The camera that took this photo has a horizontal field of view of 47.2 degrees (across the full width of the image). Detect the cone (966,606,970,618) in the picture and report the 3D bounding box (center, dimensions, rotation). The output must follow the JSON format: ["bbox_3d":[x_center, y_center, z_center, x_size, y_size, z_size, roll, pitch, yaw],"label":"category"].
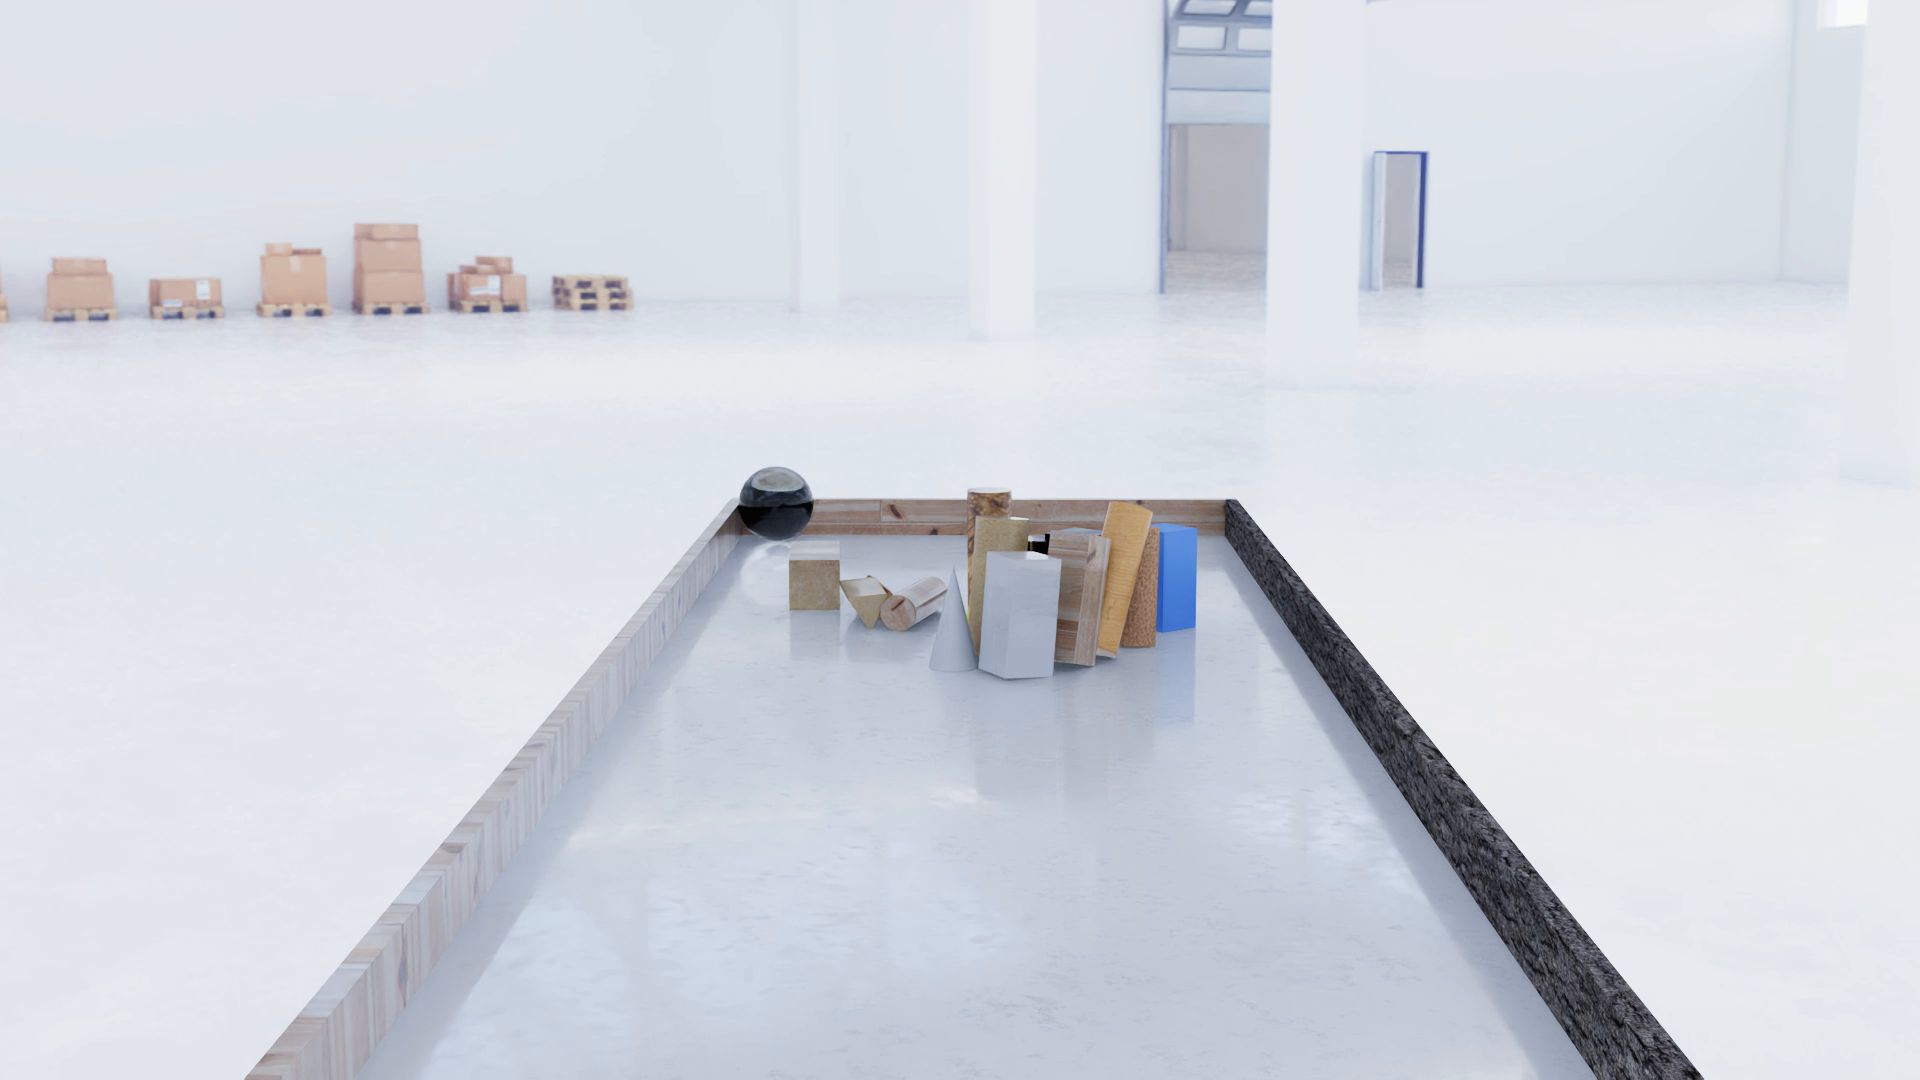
[{"bbox_3d":[0.207,0.263,7.072,0.361,0.178,0.178,14,9,-3],"label":"cone"}]

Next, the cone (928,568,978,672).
[{"bbox_3d":[-0.019,0.228,6.582,0.154,0.309,0.154,0,9,0],"label":"cone"}]

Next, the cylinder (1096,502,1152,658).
[{"bbox_3d":[0.469,0.120,6.739,0.137,0.457,0.137,15,-9,2],"label":"cylinder"}]

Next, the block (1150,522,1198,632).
[{"bbox_3d":[0.667,0.122,7.191,0.149,0.328,0.149,-7,11,-38],"label":"block"}]

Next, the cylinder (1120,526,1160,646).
[{"bbox_3d":[0.555,0.143,6.912,0.133,0.367,0.133,2,6,0],"label":"cylinder"}]

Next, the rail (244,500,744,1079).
[{"bbox_3d":[-1.004,0.839,3.234,0.050,0.150,12.000,0,9,1],"label":"rail"}]

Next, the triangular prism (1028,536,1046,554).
[{"bbox_3d":[0.204,0.158,6.952,0.130,0.332,0.113,0,9,2],"label":"triangular prism"}]

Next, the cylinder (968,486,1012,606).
[{"bbox_3d":[0.097,0.059,7.197,0.145,0.451,0.145,0,9,0],"label":"cylinder"}]

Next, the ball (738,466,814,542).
[{"bbox_3d":[-0.750,-0.149,8.969,0.307,0.307,0.307,0,9,0],"label":"ball"}]

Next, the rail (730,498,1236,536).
[{"bbox_3d":[0.099,-0.098,9.147,2.100,0.150,0.050,0,9,1],"label":"rail"}]

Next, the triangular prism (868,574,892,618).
[{"bbox_3d":[-0.276,0.190,7.499,0.106,0.092,0.333,-2,9,-14],"label":"triangular prism"}]

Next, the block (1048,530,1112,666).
[{"bbox_3d":[0.339,0.175,6.603,0.135,0.387,0.135,6,-4,32],"label":"block"}]

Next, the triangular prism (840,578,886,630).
[{"bbox_3d":[-0.305,0.185,7.311,0.111,0.128,0.316,-36,12,-2],"label":"triangular prism"}]

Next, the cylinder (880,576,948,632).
[{"bbox_3d":[-0.149,0.210,7.306,0.118,0.118,0.374,3,9,16],"label":"cylinder"}]

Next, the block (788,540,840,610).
[{"bbox_3d":[-0.507,0.121,7.693,0.173,0.173,0.419,0,9,-3],"label":"block"}]

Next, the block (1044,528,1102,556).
[{"bbox_3d":[0.390,0.129,7.207,0.162,0.310,0.162,7,11,38],"label":"block"}]

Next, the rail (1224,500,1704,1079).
[{"bbox_3d":[1.046,0.843,3.208,0.050,0.150,12.000,0,9,1],"label":"rail"}]

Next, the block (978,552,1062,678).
[{"bbox_3d":[0.176,0.218,6.478,0.161,0.349,0.161,0,8,-28],"label":"block"}]

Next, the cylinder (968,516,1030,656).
[{"bbox_3d":[0.116,0.141,6.719,0.165,0.421,0.165,4,3,0],"label":"cylinder"}]
